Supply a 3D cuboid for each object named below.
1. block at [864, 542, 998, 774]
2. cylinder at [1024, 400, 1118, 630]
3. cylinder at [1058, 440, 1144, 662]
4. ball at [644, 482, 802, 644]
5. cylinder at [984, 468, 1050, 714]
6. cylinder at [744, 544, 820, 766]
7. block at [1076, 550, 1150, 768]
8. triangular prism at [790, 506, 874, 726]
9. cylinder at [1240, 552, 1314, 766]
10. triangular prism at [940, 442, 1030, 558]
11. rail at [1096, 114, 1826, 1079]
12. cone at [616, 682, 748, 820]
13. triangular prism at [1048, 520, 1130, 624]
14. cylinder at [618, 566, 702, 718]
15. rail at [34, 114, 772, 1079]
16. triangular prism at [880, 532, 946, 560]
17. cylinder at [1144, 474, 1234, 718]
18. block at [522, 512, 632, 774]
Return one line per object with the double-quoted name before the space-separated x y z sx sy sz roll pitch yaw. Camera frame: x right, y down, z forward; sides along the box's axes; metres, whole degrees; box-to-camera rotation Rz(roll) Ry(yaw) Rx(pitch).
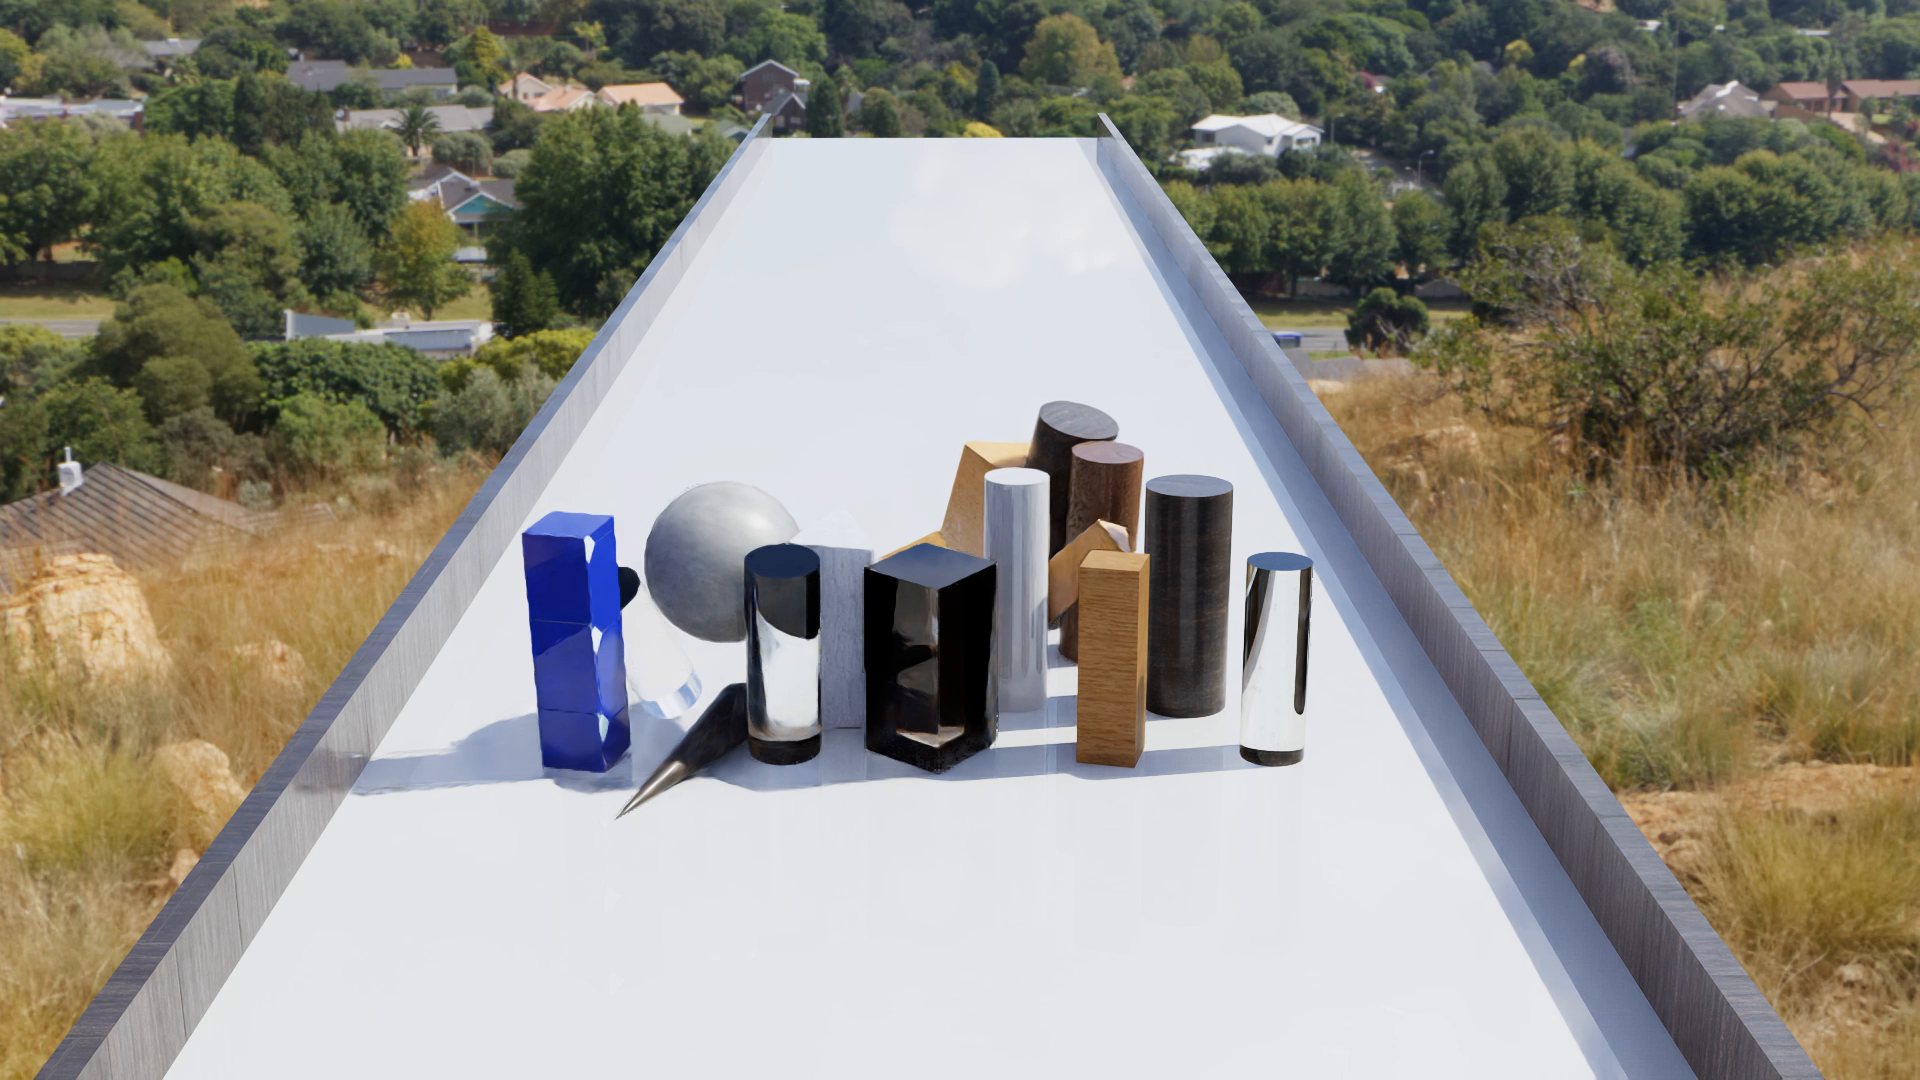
"block" -0.052 0.207 3.895 0.166 0.348 0.166 15 25 35
"cylinder" 0.194 -0.048 4.543 0.167 0.453 0.167 11 28 -6
"cylinder" 0.280 0.026 4.382 0.144 0.422 0.144 2 20 -1
"ball" -0.424 0.041 3.978 0.294 0.294 0.294 0 17 0
"cylinder" 0.105 0.095 4.127 0.122 0.445 0.122 0 17 0
"cylinder" -0.310 0.203 3.860 0.132 0.373 0.132 1 27 -1
"block" 0.270 0.210 3.884 0.105 0.364 0.105 4 17 14
"triangular prism" -0.224 0.139 4.003 0.147 0.401 0.128 5 34 4
"cylinder" 0.558 0.210 3.885 0.116 0.362 0.116 0 17 0
"triangular prism" 0.066 -0.036 4.631 0.150 0.368 0.130 38 41 28
"rail" 0.932 -0.844 7.801 0.050 0.150 12.000 0 17 -1
"cone" -0.486 0.388 3.832 0.103 0.103 0.437 7 25 24
"triangular prism" 0.143 0.106 4.209 0.080 0.416 0.093 37 28 -27
"cylinder" -0.583 0.190 4.029 0.117 0.306 0.117 -11 46 12
"rail" -1.118 -0.838 7.780 0.050 0.150 12.000 0 17 -1
"triangular prism" -0.048 0.155 4.095 0.143 0.327 0.123 5 30 17
"cylinder" 0.424 0.105 4.123 0.162 0.429 0.162 0 17 0
"block" -0.668 0.179 3.845 0.118 0.438 0.118 4 21 15
